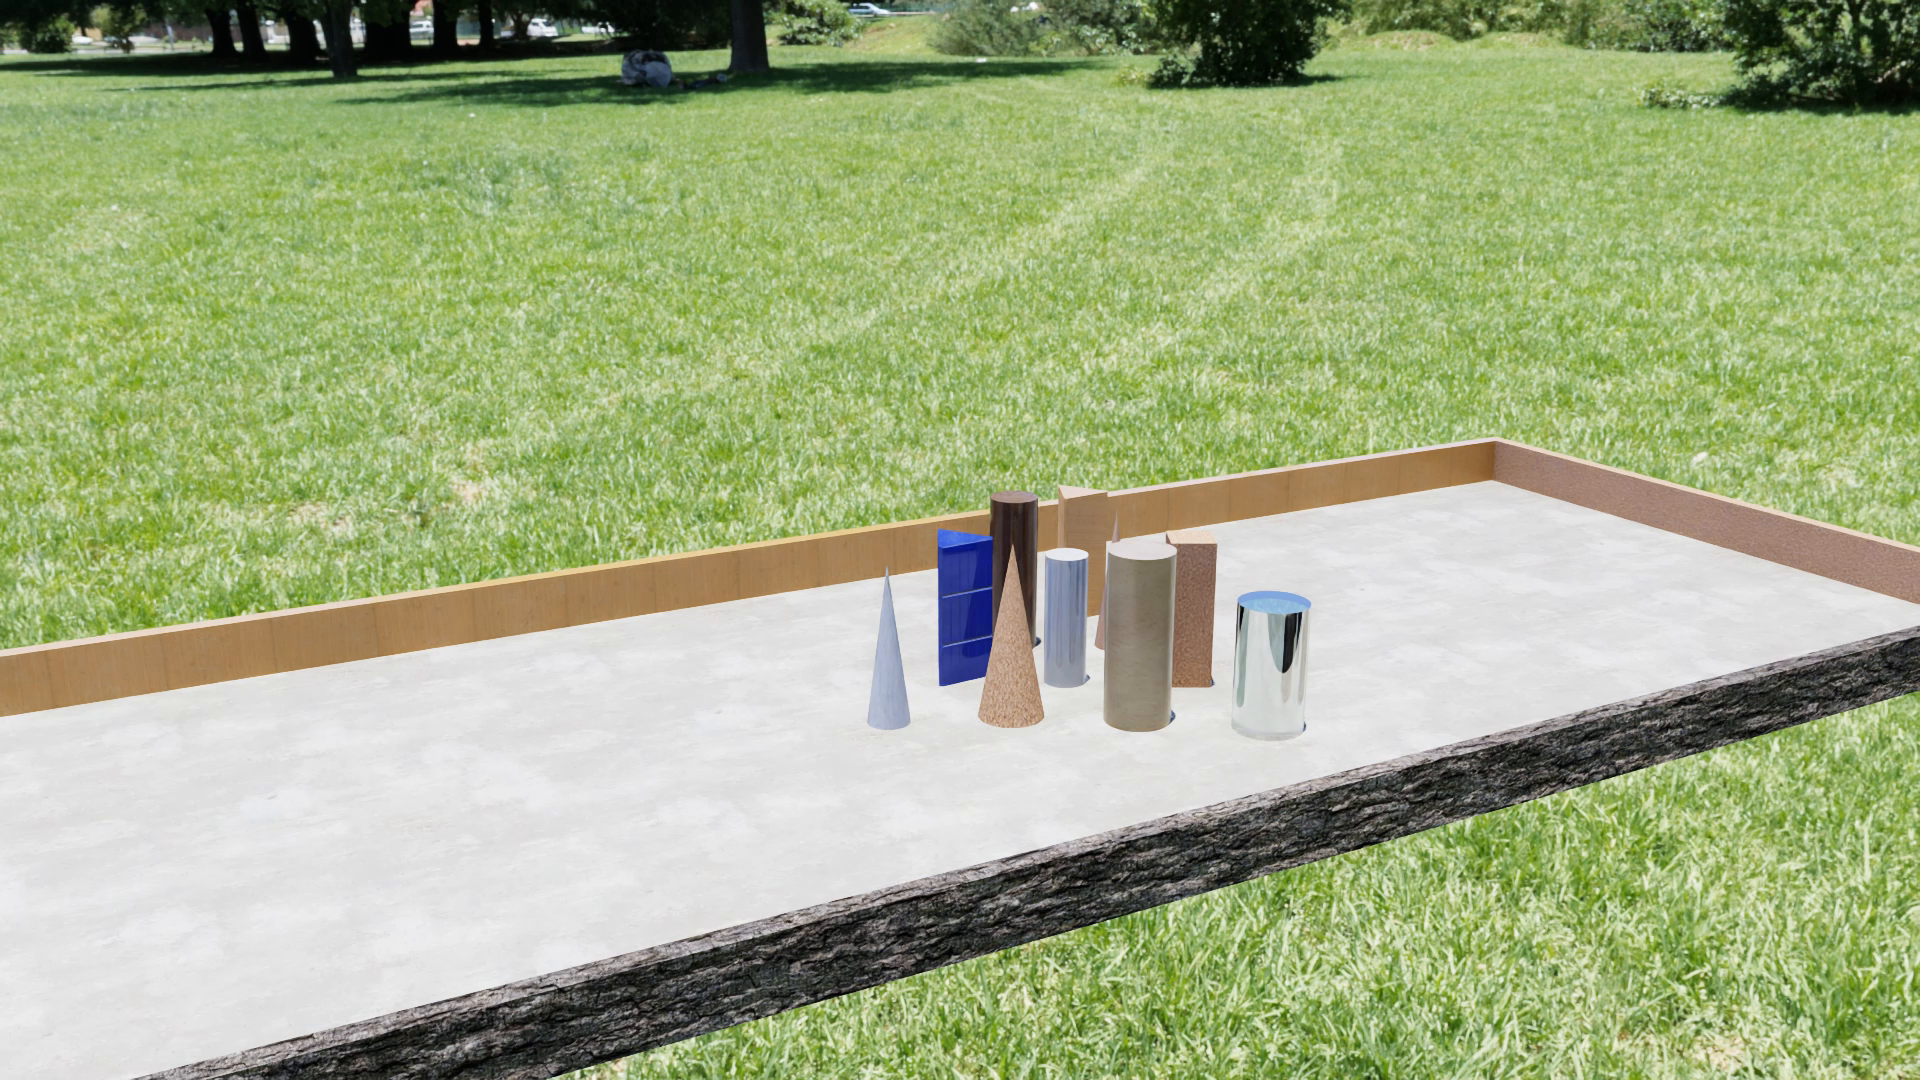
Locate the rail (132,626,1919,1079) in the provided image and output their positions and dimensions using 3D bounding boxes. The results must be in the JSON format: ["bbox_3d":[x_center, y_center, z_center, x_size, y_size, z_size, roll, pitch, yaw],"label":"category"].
[{"bbox_3d":[-2.336,1.006,1.665,12.000,0.150,0.050,-9,18,-27],"label":"rail"}]

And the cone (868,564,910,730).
[{"bbox_3d":[-0.168,0.242,3.840,0.104,0.389,0.104,0,16,0],"label":"cone"}]

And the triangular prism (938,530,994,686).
[{"bbox_3d":[-0.018,0.163,4.154,0.154,0.363,0.133,-10,19,-30],"label":"triangular prism"}]

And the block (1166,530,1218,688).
[{"bbox_3d":[0.568,0.172,4.105,0.112,0.374,0.112,0,16,0],"label":"block"}]

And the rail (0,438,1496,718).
[{"bbox_3d":[-3.305,0.497,3.399,12.000,0.150,0.050,-9,18,-27],"label":"rail"}]

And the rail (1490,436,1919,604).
[{"bbox_3d":[2.466,-0.048,5.253,0.050,0.150,2.100,-9,18,-27],"label":"rail"}]

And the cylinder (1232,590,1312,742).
[{"bbox_3d":[0.719,0.290,3.820,0.167,0.309,0.167,0,16,0],"label":"cylinder"}]

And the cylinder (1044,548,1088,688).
[{"bbox_3d":[0.263,0.194,4.104,0.107,0.332,0.107,0,16,0],"label":"cylinder"}]

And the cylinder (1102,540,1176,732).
[{"bbox_3d":[0.419,0.223,3.851,0.160,0.419,0.160,0,16,0],"label":"cylinder"}]

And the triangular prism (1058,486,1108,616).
[{"bbox_3d":[0.314,0.032,4.616,0.145,0.355,0.125,-10,19,-32],"label":"triangular prism"}]

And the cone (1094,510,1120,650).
[{"bbox_3d":[0.409,0.101,4.348,0.100,0.373,0.100,0,16,0],"label":"cone"}]

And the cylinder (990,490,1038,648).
[{"bbox_3d":[0.141,0.083,4.349,0.126,0.408,0.126,0,16,0],"label":"cylinder"}]

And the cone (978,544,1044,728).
[{"bbox_3d":[0.122,0.212,3.872,0.159,0.430,0.159,0,16,0],"label":"cone"}]
